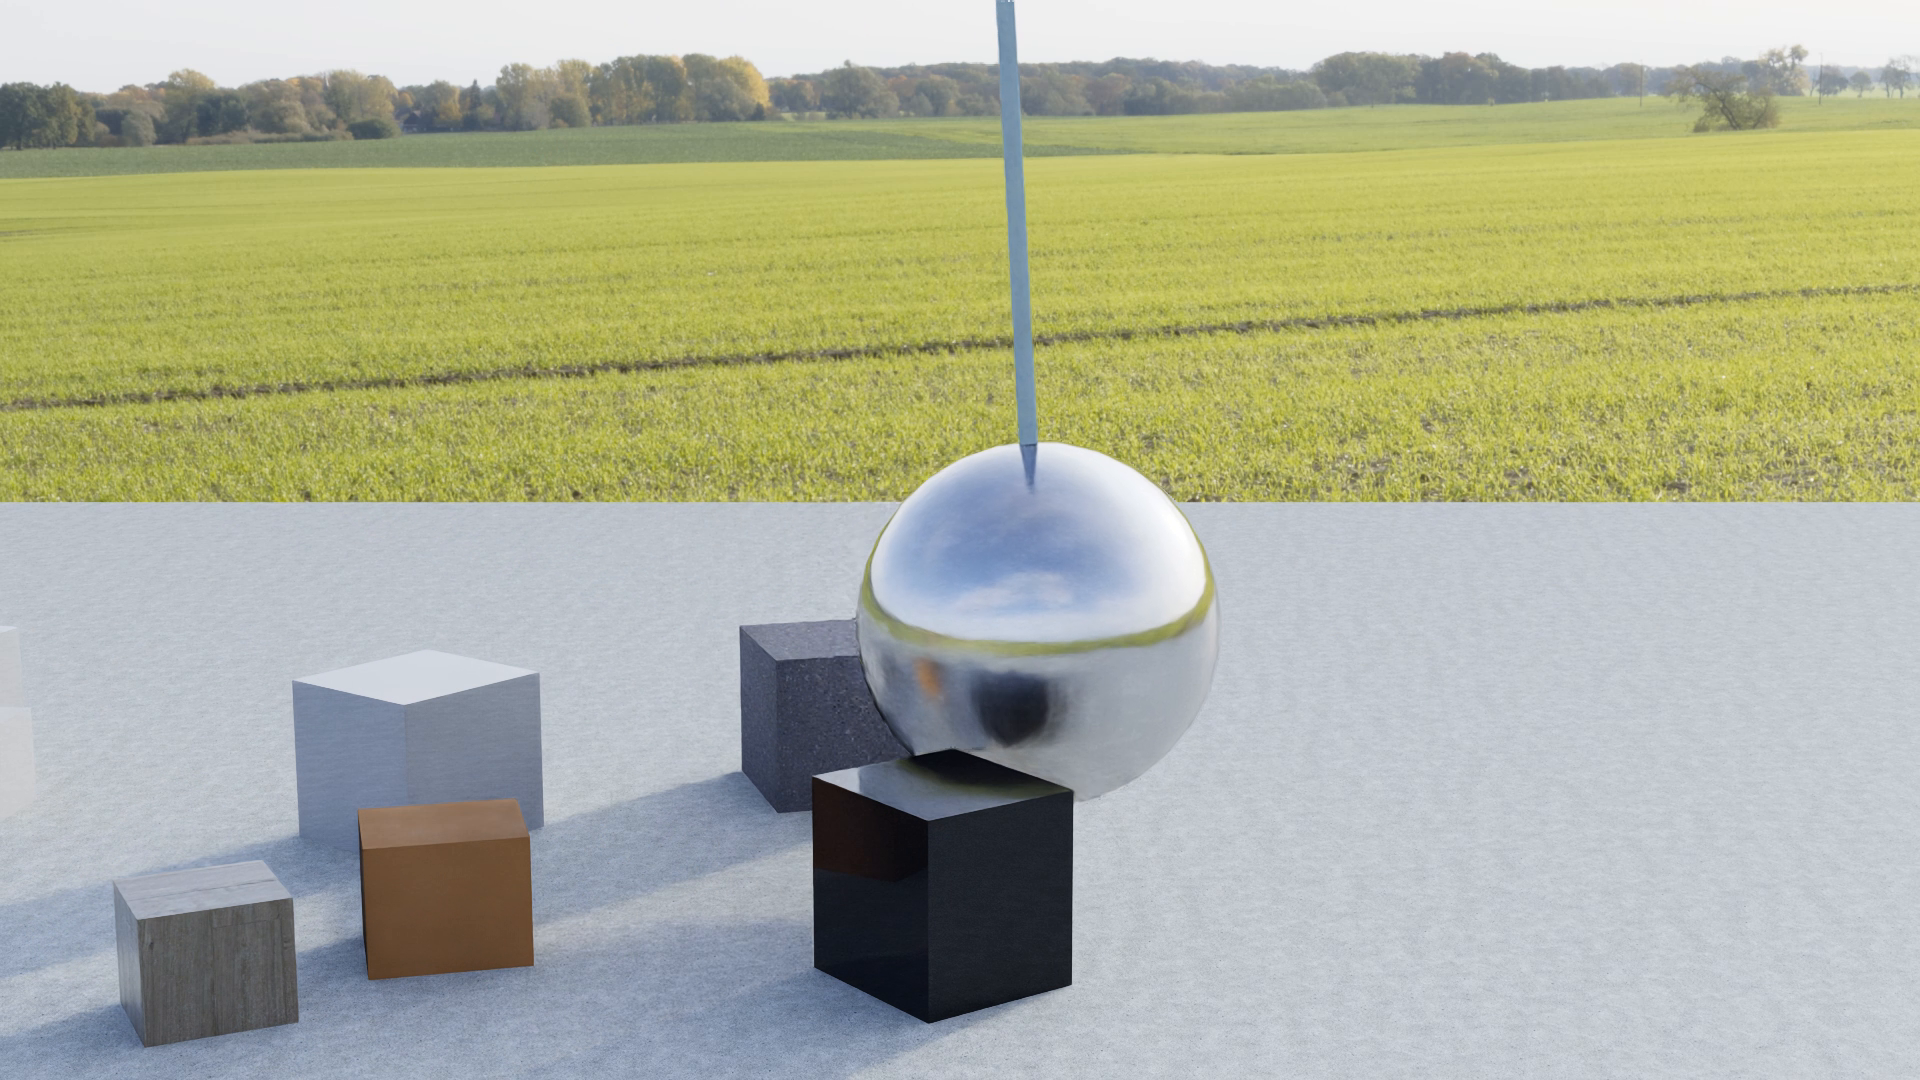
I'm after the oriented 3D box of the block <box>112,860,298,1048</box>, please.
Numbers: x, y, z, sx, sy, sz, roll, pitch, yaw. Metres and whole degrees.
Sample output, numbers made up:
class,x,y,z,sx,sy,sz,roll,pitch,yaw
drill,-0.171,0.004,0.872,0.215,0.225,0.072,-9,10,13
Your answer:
class,x,y,z,sx,sy,sz,roll,pitch,yaw
block,-2.848,1.549,9.680,0.561,0.488,0.526,-5,12,-27

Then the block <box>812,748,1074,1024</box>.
class,x,y,z,sx,sy,sz,roll,pitch,yaw
block,-0.072,1.331,10.041,0.694,0.788,0.772,-8,13,-36

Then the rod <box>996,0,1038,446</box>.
class,x,y,z,sx,sy,sz,roll,pitch,yaw
rod,0.148,-2.972,10.640,0.080,5.200,0.080,-3,10,1

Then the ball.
class,x,y,z,sx,sy,sz,roll,pitch,yaw
ball,0.341,0.368,11.247,1.600,1.600,1.600,0,10,0

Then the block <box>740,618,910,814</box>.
class,x,y,z,sx,sy,sz,roll,pitch,yaw
block,-0.571,0.851,12.782,0.888,0.753,0.818,-3,11,-17

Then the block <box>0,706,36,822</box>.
class,x,y,z,sx,sy,sz,roll,pitch,yaw
block,-4.759,1.079,12.336,0.427,0.463,0.451,1,10,5

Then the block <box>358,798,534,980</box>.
class,x,y,z,sx,sy,sz,roll,pitch,yaw
block,-2.084,1.401,10.371,0.644,0.533,0.571,-3,11,-15

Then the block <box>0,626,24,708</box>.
class,x,y,z,sx,sy,sz,roll,pitch,yaw
block,-5.208,0.841,12.901,0.684,0.729,0.656,3,11,15

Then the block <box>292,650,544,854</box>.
class,x,y,z,sx,sy,sz,roll,pitch,yaw
block,-2.522,0.999,11.973,0.784,0.750,0.810,8,13,37
